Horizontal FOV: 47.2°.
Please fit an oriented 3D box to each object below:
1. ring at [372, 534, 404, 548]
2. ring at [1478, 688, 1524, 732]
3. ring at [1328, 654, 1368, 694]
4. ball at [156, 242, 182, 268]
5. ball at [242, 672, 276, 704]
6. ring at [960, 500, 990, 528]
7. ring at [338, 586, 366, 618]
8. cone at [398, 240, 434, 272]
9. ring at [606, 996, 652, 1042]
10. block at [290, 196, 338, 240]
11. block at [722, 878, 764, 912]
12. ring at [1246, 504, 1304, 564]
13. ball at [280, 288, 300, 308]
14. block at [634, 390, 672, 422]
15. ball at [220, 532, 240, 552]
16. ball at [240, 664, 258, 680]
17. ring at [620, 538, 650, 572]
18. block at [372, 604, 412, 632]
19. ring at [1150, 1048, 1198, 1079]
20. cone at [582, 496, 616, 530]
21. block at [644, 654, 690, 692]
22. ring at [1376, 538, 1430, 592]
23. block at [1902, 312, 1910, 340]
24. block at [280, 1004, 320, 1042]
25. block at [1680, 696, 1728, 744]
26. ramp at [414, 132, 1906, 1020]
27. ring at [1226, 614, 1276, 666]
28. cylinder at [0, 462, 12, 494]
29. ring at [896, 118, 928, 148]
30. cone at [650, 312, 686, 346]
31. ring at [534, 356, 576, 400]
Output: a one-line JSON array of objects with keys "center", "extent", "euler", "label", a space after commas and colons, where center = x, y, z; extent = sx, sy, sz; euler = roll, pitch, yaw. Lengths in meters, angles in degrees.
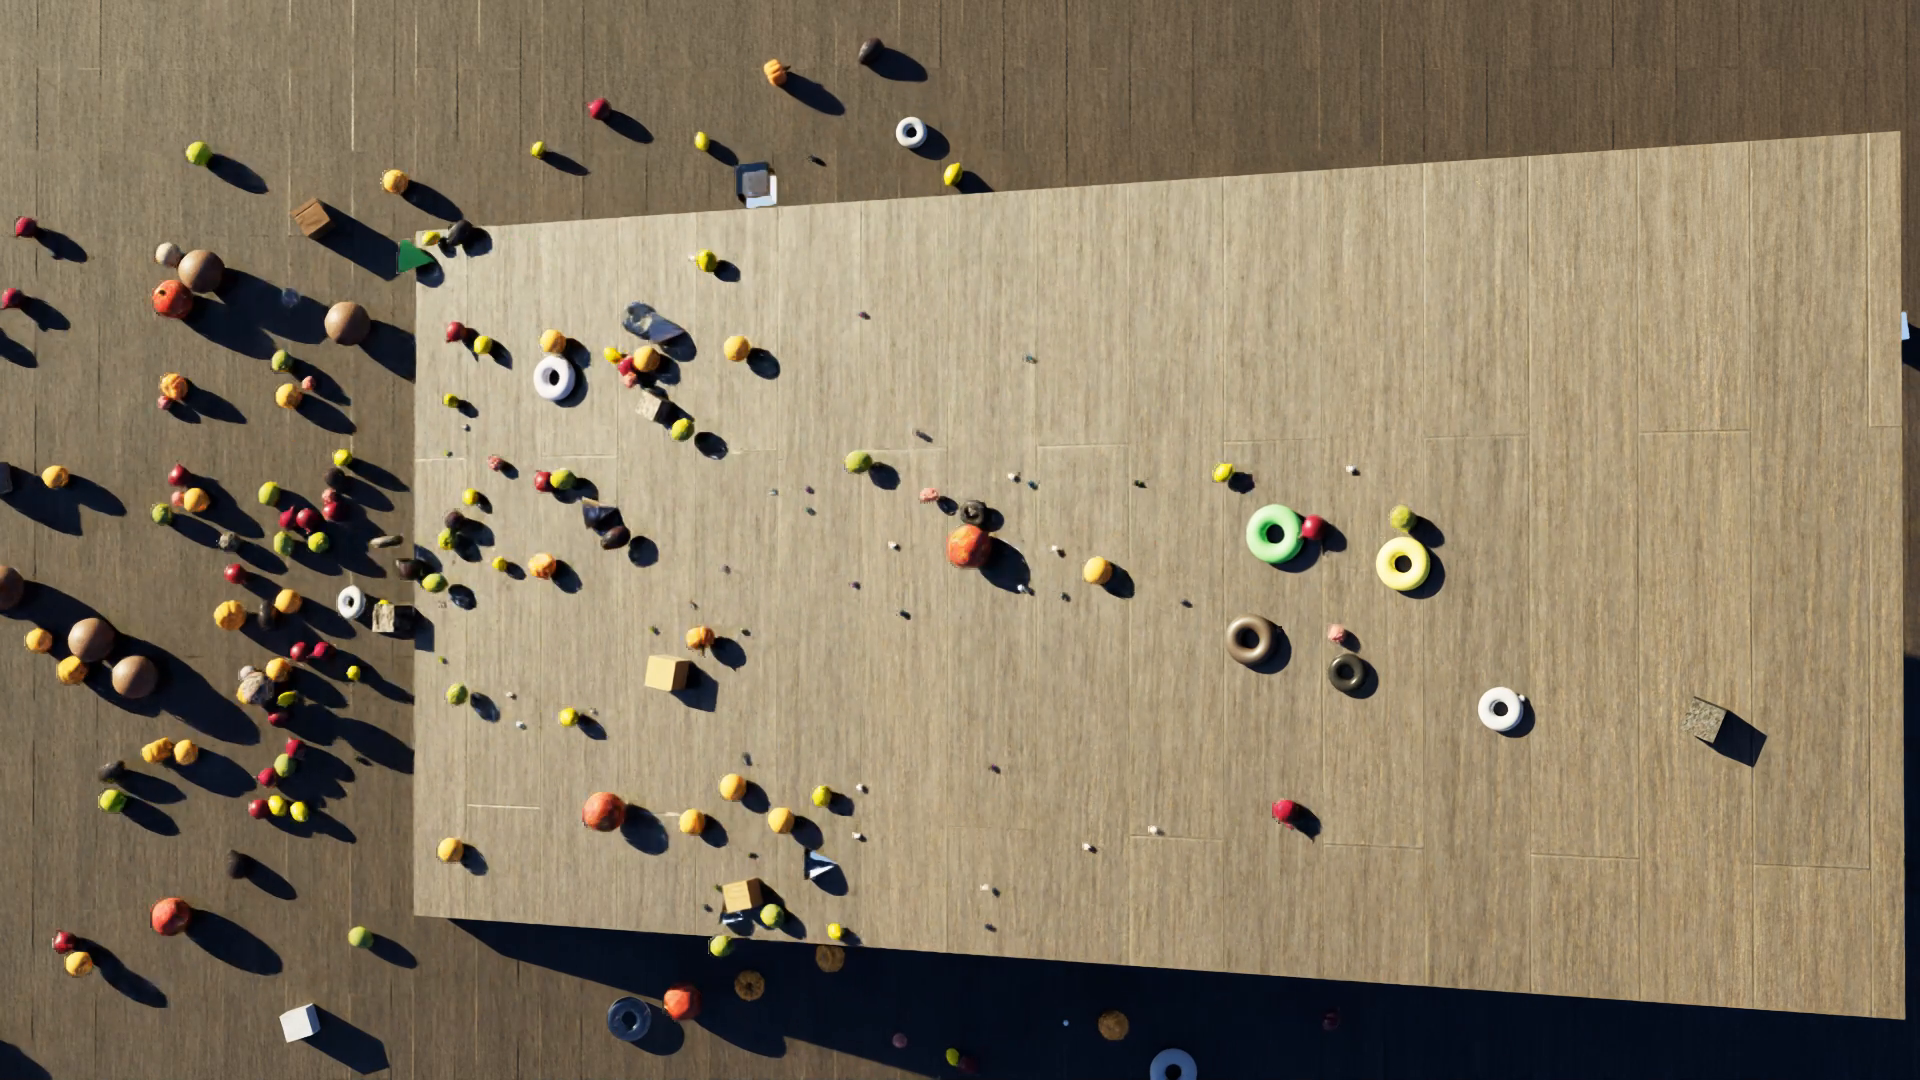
[{"center": [-1.663, 0.005, 6.384], "extent": [0.093, 0.093, 0.031], "euler": [-8, 91, 0], "label": "ring"}, {"center": [1.293, 0.405, 5.257], "extent": [0.106, 0.035, 0.106], "euler": [0, 90, 21], "label": "ring"}, {"center": [0.952, 0.326, 5.396], "extent": [0.098, 0.033, 0.098], "euler": [0, 90, 21], "label": "ring"}, {"center": [-2.338, -0.842, 6.499], "extent": [0.072, 0.072, 0.072], "euler": [0, 89, 0], "label": "ball"}, {"center": [-2.041, 0.432, 6.396], "extent": [0.094, 0.094, 0.094], "euler": [0, 89, 0], "label": "ball"}, {"center": [0.038, -0.068, 5.756], "extent": [0.081, 0.027, 0.081], "euler": [8, 116, 17], "label": "ring"}, {"center": [-1.796, 0.185, 6.493], "extent": [0.096, 0.032, 0.096], "euler": [-3, 83, 26], "label": "ring"}, {"center": [-1.578, -0.822, 6.412], "extent": [0.097, 0.097, 0.097], "euler": [9, 89, -5], "label": "cone"}, {"center": [-0.976, 1.412, 6.485], "extent": [0.134, 0.045, 0.134], "euler": [0, 91, 0], "label": "ring"}, {"center": [-1.906, -0.949, 6.494], "extent": [0.085, 0.085, 0.085], "euler": [-35, 89, 0], "label": "block"}, {"center": [-0.590, 0.965, 5.980], "extent": [0.074, 0.074, 0.074], "euler": [-14, 84, 21], "label": "block"}, {"center": [0.783, -0.014, 5.459], "extent": [0.147, 0.049, 0.147], "euler": [0, 91, 22], "label": "ring"}, {"center": [-1.982, -0.718, 6.504], "extent": [0.058, 0.058, 0.058], "euler": [0, 89, 0], "label": "ball"}, {"center": [-0.851, -0.370, 6.106], "extent": [0.064, 0.064, 0.064], "euler": [29, 100, 20], "label": "block"}, {"center": [-2.156, 0.008, 6.494], "extent": [0.061, 0.061, 0.061], "euler": [0, 89, 0], "label": "ball"}, {"center": [-2.099, 0.394, 6.494], "extent": [0.051, 0.051, 0.051], "euler": [0, 89, 0], "label": "ball"}, {"center": [-0.902, 0.043, 6.148], "extent": [0.095, 0.032, 0.095], "euler": [0, 89, -10], "label": "ring"}, {"center": [-1.654, 0.228, 6.416], "extent": [0.079, 0.079, 0.079], "euler": [1, 90, 28], "label": "block"}, {"center": [0.629, 1.569, 6.482], "extent": [0.140, 0.047, 0.140], "euler": [0, 88, -1], "label": "ring"}, {"center": [-1.007, -0.083, 6.175], "extent": [0.096, 0.096, 0.096], "euler": [-9, 89, -5], "label": "cone"}, {"center": [-0.807, 0.366, 6.069], "extent": [0.083, 0.083, 0.083], "euler": [10, 93, 22], "label": "block"}, {"center": [1.077, 0.059, 5.344], "extent": [0.131, 0.044, 0.131], "euler": [0, 90, 21], "label": "ring"}, {"center": [2.742, -0.624, 6.493], "extent": [0.079, 0.079, 0.079], "euler": [-8, 89, 0], "label": "block"}, {"center": [-1.940, 1.420, 6.467], "extent": [0.079, 0.079, 0.079], "euler": [-17, 89, 0], "label": "block"}, {"center": [1.713, 0.413, 5.066], "extent": [0.079, 0.079, 0.079], "euler": [23, 98, 20], "label": "block"}, {"center": [0.283, 0.087, 5.737], "extent": [4.000, 0.100, 2.000], "euler": [0, 89, 22], "label": "ramp"}, {"center": [0.725, 0.249, 5.481], "extent": [0.132, 0.044, 0.132], "euler": [0, 90, 21], "label": "ring"}, {"center": [-2.845, -0.182, 6.483], "extent": [0.087, 0.087, 0.087], "euler": [-8, 89, 0], "label": "cylinder"}, {"center": [-0.143, -1.208, 6.525], "extent": [0.093, 0.031, 0.093], "euler": [0, 90, 1], "label": "ring"}, {"center": [-0.806, -0.583, 6.102], "extent": [0.097, 0.097, 0.097], "euler": [3, 89, -7], "label": "cone"}, {"center": [-1.149, -0.459, 6.238], "extent": [0.130, 0.043, 0.130], "euler": [0, 90, 21], "label": "ring"}]
